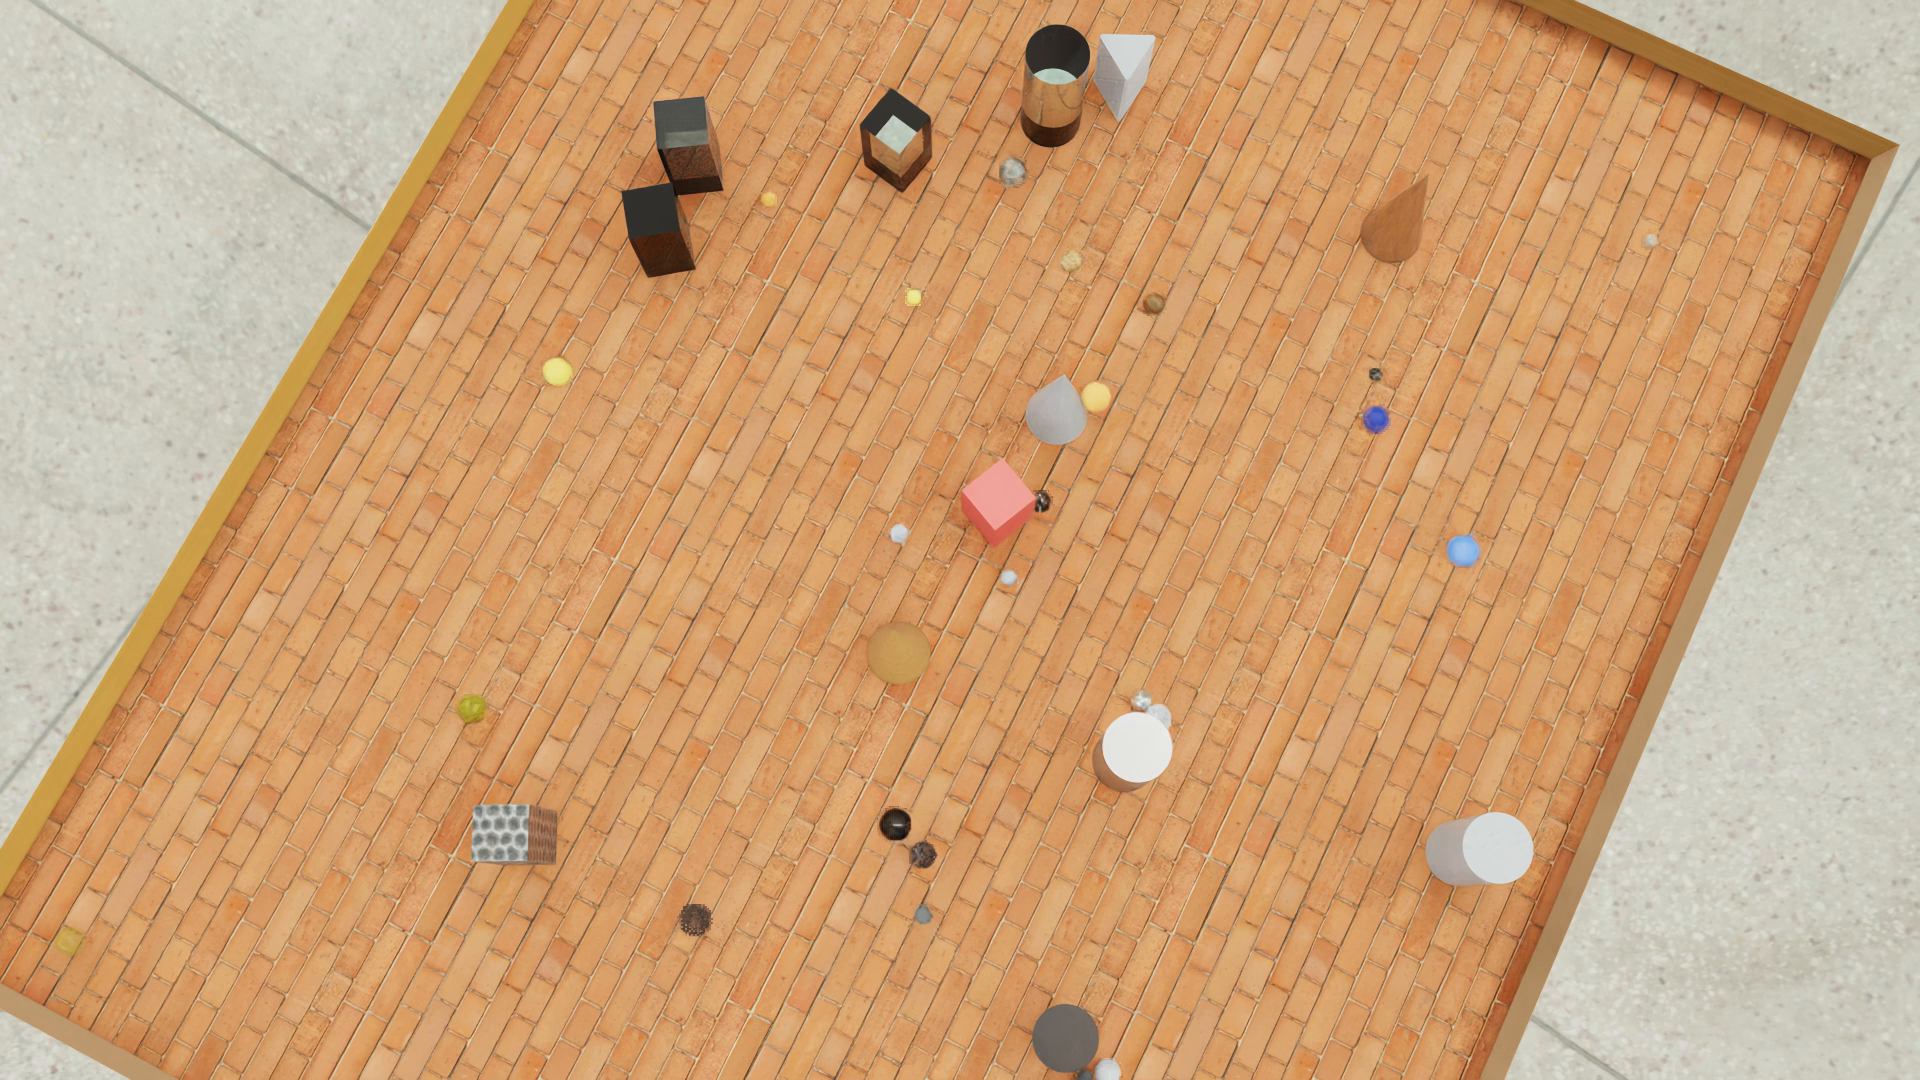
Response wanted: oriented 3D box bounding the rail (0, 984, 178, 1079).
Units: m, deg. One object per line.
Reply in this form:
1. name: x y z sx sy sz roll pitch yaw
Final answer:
1. rail: -1.083 2.128 5.111 4.148 0.126 0.045 26 80 5

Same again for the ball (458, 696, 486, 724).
1. ball: -1.457 0.507 5.468 0.085 0.085 0.085 0 78 0

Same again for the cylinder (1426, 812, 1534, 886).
1. cylinder: 1.474 0.885 5.223 0.194 0.411 0.194 0 78 0

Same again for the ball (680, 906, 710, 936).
1. ball: -0.773 1.111 5.342 0.088 0.088 0.088 0 78 0

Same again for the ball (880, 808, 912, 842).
1. ball: -0.190 0.838 5.394 0.096 0.096 0.096 0 78 0

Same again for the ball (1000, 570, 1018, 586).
1. ball: 0.149 0.114 5.568 0.050 0.050 0.050 0 78 0

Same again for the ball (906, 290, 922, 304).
1. ball: -0.144 -0.761 5.750 0.048 0.048 0.048 0 78 0

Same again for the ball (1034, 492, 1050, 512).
1. ball: 0.245 -0.116 5.606 0.067 0.067 0.067 0 78 0

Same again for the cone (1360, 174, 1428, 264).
1. cone: 1.368 -1.019 5.581 0.194 0.483 0.194 0 78 0

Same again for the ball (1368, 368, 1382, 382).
1. ball: 1.293 -0.516 5.701 0.043 0.043 0.043 0 78 0

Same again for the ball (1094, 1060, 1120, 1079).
1. ball: 0.424 1.529 5.262 0.074 0.074 0.074 0 78 0

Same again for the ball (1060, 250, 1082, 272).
1. ball: 0.348 -0.877 5.763 0.069 0.069 0.069 0 78 0

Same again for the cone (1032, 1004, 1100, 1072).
1. cone: 0.307 1.399 5.090 0.194 0.464 0.194 0 78 0

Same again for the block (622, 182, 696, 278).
1. block: -0.925 -0.950 5.641 0.155 0.337 0.155 -11 79 -2

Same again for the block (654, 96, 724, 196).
1. block: -0.840 -1.218 5.685 0.155 0.359 0.155 -6 78 -1

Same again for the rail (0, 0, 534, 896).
1. rail: -1.834 -0.891 5.736 0.045 0.126 4.890 26 80 5

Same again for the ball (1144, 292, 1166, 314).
1. ball: 0.608 -0.739 5.734 0.069 0.069 0.069 0 78 0

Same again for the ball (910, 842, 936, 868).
1. ball: -0.107 0.926 5.385 0.077 0.077 0.077 0 78 0

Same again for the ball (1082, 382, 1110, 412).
1. ball: 0.413 -0.434 5.575 0.090 0.090 0.090 0 78 0

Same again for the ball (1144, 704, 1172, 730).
1. ball: 0.589 0.532 5.463 0.085 0.085 0.085 0 78 0

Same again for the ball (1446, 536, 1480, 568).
1. ball: 1.525 0.034 5.560 0.097 0.097 0.097 0 78 0

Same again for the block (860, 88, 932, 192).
1. block: -0.197 -1.243 5.717 0.155 0.307 0.155 37 81 7

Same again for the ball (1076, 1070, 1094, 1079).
1. ball: 0.359 1.550 5.271 0.048 0.048 0.048 0 78 0

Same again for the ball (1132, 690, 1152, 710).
1. ball: 0.544 0.480 5.487 0.060 0.060 0.060 0 78 0

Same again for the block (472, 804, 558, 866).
1. block: -1.273 0.848 5.254 0.155 0.366 0.155 -1 78 0

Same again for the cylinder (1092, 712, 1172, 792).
1. cylinder: 0.492 0.616 5.279 0.194 0.411 0.194 0 78 0

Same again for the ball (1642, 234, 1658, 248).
1. ball: 2.180 -0.945 5.790 0.043 0.043 0.043 0 78 0

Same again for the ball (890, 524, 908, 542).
1. ball: -0.186 -0.019 5.592 0.056 0.056 0.056 0 78 0

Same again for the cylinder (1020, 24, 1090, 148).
1. cylinder: 0.291 -1.399 5.674 0.194 0.455 0.194 0 78 0

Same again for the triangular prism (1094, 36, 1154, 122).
1. triangular prism: 0.493 -1.484 5.771 0.145 0.298 0.168 31 80 6

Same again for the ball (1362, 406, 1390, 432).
1. ball: 1.283 -0.374 5.653 0.081 0.081 0.081 0 78 0

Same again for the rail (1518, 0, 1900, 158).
1. rail: 1.083 -2.114 5.989 4.148 0.126 0.045 26 80 5

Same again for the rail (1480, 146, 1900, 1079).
1. rail: 1.834 0.904 5.364 0.045 0.126 4.890 26 80 5

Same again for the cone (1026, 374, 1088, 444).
1. cone: 0.301 -0.434 5.483 0.194 0.437 0.194 0 78 0

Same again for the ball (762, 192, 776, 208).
1. ball: -0.607 -1.080 5.817 0.046 0.046 0.046 0 78 0

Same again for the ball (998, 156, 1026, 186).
1. ball: 0.166 -1.169 5.813 0.090 0.090 0.090 0 78 0

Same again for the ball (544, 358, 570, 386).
1. ball: -1.249 -0.522 5.681 0.084 0.084 0.084 0 78 0

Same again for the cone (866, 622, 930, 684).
1. cone: -0.185 0.295 5.323 0.194 0.456 0.194 0 78 0

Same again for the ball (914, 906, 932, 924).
1. ball: -0.107 1.100 5.362 0.052 0.052 0.052 0 78 0

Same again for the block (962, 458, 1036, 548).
1. block: 0.114 -0.108 5.507 0.155 0.258 0.155 -38 81 -7
